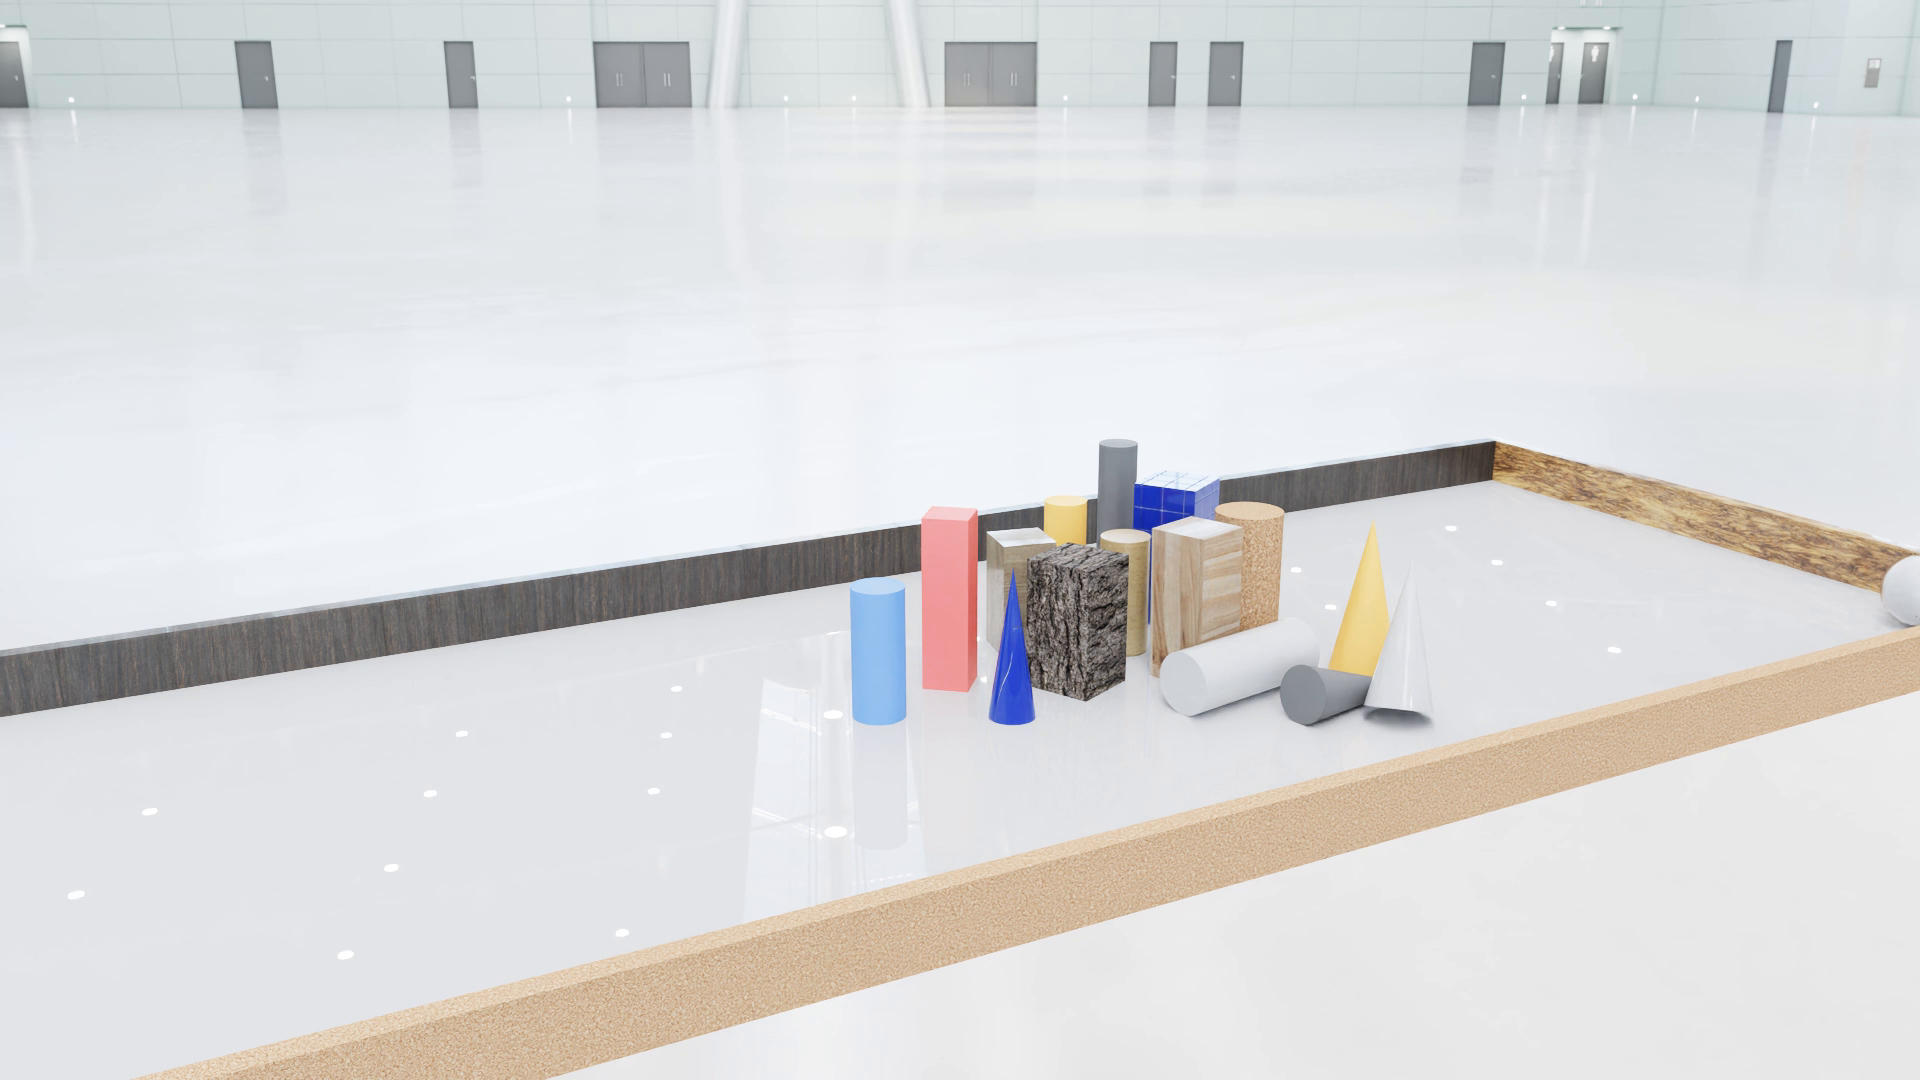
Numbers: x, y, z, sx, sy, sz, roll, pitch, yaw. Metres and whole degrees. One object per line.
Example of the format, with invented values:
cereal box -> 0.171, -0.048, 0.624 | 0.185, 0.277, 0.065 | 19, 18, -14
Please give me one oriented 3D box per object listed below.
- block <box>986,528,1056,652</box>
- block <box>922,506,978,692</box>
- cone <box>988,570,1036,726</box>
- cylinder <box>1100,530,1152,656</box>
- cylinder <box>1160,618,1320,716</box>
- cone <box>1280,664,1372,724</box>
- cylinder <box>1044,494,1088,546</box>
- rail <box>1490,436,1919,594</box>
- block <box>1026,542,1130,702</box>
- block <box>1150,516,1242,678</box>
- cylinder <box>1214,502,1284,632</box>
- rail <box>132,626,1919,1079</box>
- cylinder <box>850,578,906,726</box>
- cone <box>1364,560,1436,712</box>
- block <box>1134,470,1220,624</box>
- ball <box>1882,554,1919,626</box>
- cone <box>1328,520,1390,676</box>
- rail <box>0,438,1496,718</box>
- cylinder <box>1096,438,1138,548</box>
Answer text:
block -> 0.160, 0.137, 4.349 | 0.144, 0.303, 0.144 | -5, 17, -16
block -> -0.025, 0.146, 4.077 | 0.116, 0.440, 0.116 | 3, 17, 12
cone -> 0.124, 0.241, 3.876 | 0.116, 0.370, 0.116 | 0, 16, 0
cylinder -> 0.431, 0.139, 4.332 | 0.131, 0.311, 0.131 | 0, 16, 0
cylinder -> 0.688, 0.306, 4.035 | 0.401, 0.156, 0.156 | -13, 21, -36
cone -> 0.973, 0.362, 4.001 | 0.423, 0.141, 0.141 | 0, 13, -37
cylinder -> 0.290, 0.054, 4.567 | 0.117, 0.340, 0.117 | 0, 16, 0
rail -> 2.466, -0.048, 5.253 | 0.050, 0.150, 2.100 | -9, 18, -27
block -> 0.290, 0.199, 4.089 | 0.180, 0.331, 0.180 | 12, 20, 36
block -> 0.591, 0.156, 4.136 | 0.159, 0.386, 0.159 | -16, 21, -43
cylinder -> 0.746, 0.108, 4.305 | 0.176, 0.384, 0.176 | 0, 16, 0
rail -> -2.336, 1.006, 1.665 | 12.000, 0.150, 0.050 | -9, 18, -27
cylinder -> -0.192, 0.262, 3.889 | 0.130, 0.324, 0.130 | 0, 16, 0
cone -> 1.056, 0.221, 3.904 | 0.167, 0.358, 0.167 | 6, -3, 0
block -> 0.594, 0.027, 4.563 | 0.177, 0.395, 0.177 | 9, 19, 29
ball -> 2.643, 0.140, 4.529 | 0.198, 0.198, 0.198 | 0, 16, 0
cone -> 1.027, 0.140, 4.152 | 0.175, 0.409, 0.175 | 0, 16, 0
rail -> -3.305, 0.497, 3.399 | 12.000, 0.150, 0.050 | -9, 18, -27
cylinder -> 0.456, -0.068, 4.804 | 0.113, 0.440, 0.113 | 0, 16, 0
